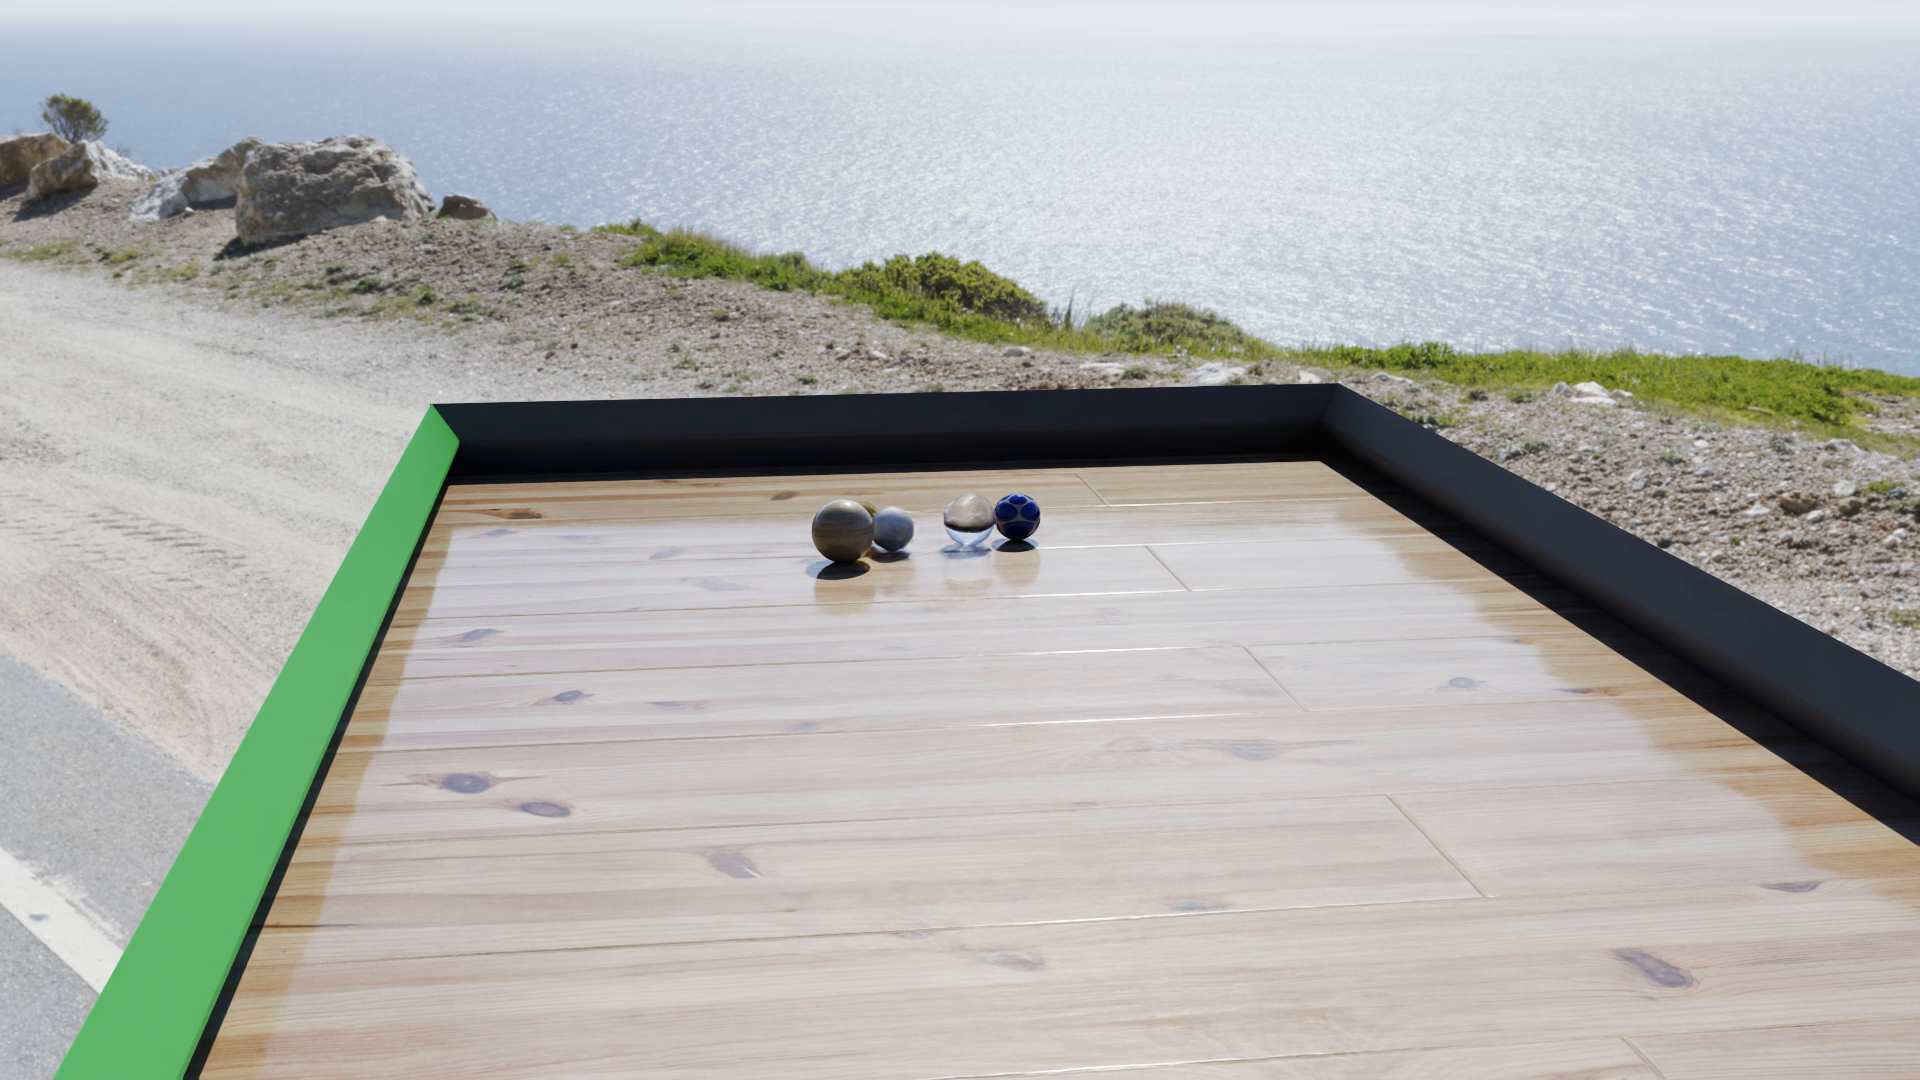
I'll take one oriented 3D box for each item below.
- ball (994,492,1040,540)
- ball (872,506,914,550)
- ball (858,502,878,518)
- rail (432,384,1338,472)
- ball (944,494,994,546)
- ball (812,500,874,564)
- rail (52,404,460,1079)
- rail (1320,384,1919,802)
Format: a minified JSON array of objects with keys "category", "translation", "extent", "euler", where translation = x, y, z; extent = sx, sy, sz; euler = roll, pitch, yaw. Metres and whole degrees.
[{"category":"ball","translation":[0.078,-0.032,3.002],"extent":[0.065,0.065,0.065],"euler":[0,13,0]},{"category":"ball","translation":[-0.090,-0.015,2.941],"extent":[0.059,0.059,0.059],"euler":[0,13,0]},{"category":"ball","translation":[-0.134,-0.023,2.978],"extent":[0.058,0.058,0.058],"euler":[0,13,0]},{"category":"rail","translation":[-0.097,-0.178,3.526],"extent":[1.470,0.108,0.045],"euler":[-2,13,-8]},{"category":"ball","translation":[0.012,-0.027,2.969],"extent":[0.070,0.070,0.070],"euler":[0,13,0]},{"category":"ball","translation":[-0.153,-0.012,2.875],"extent":[0.083,0.083,0.083],"euler":[0,13,0]},{"category":"rail","translation":[-0.604,0.166,2.058],"extent":[0.045,0.108,2.893],"euler":[-2,13,-8]},{"category":"rail","translation":[0.805,0.121,2.250],"extent":[0.045,0.108,2.893],"euler":[-2,13,-8]}]
